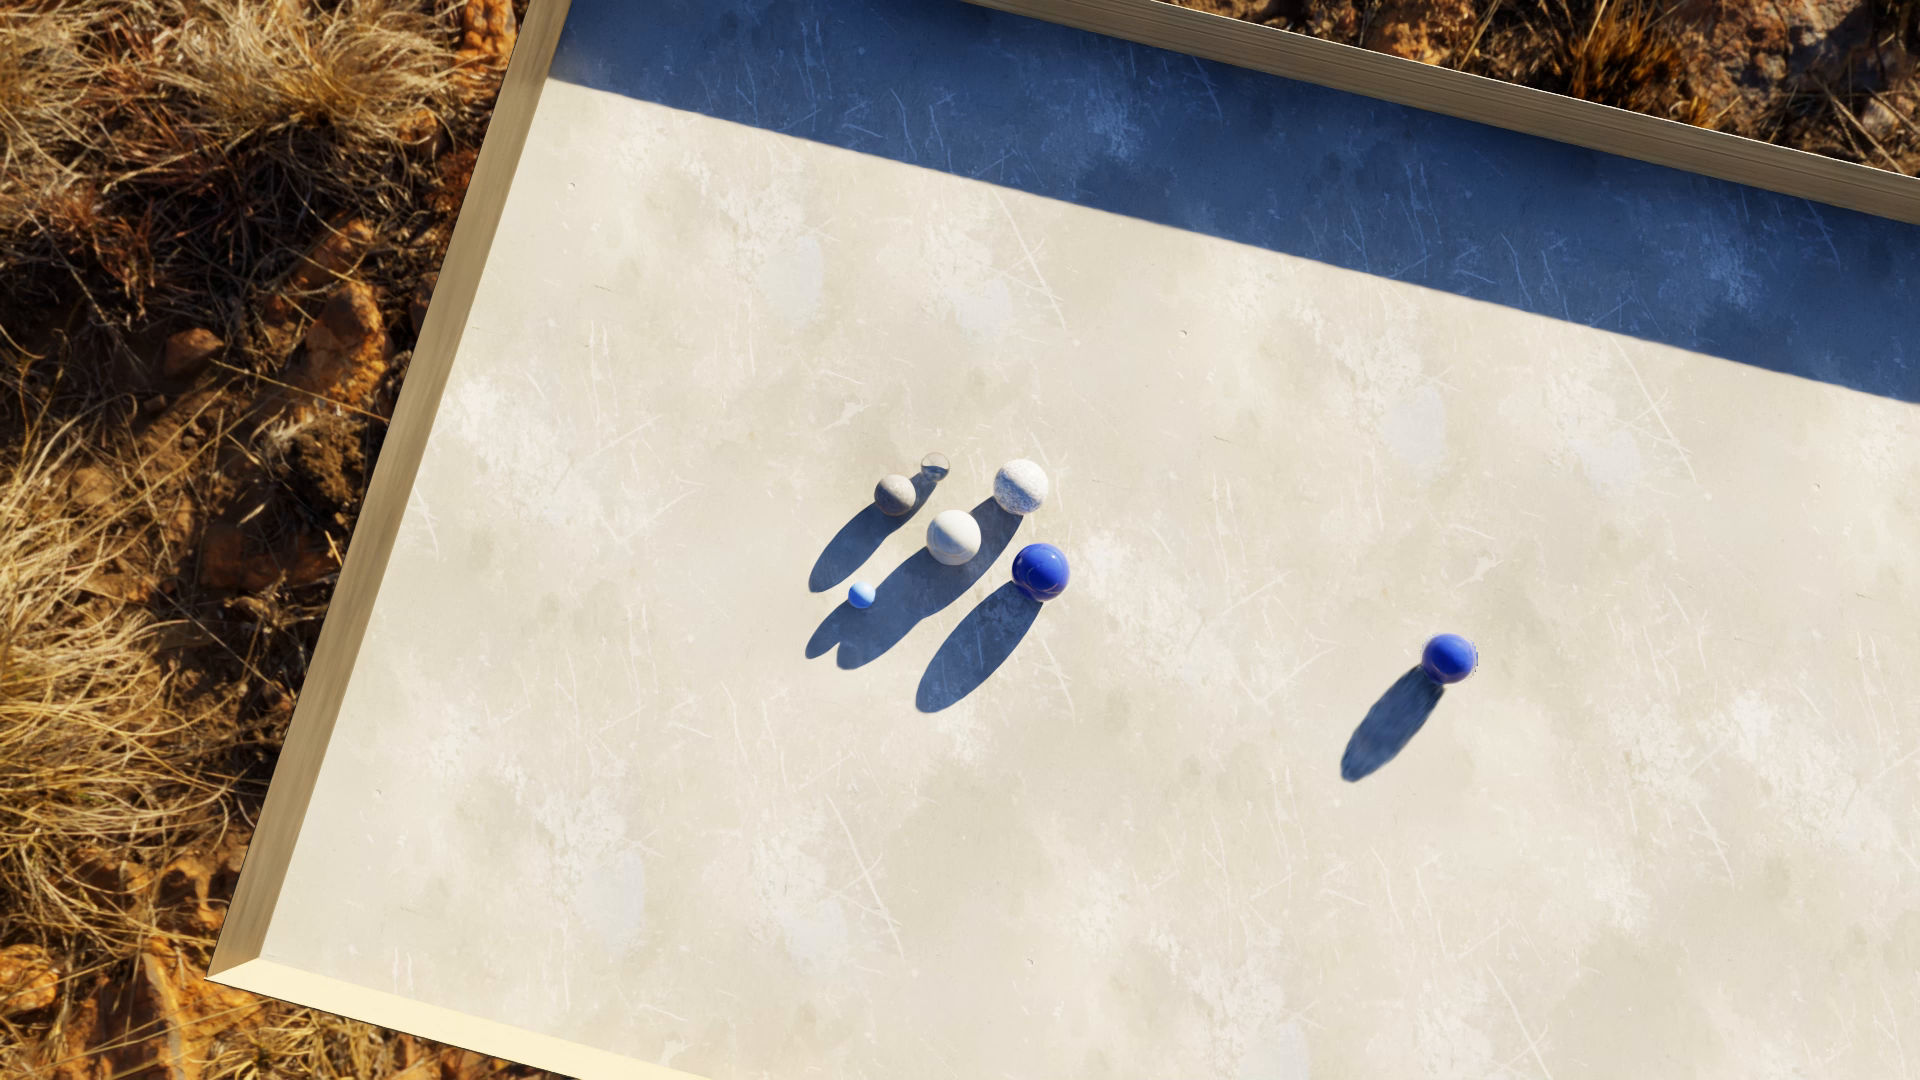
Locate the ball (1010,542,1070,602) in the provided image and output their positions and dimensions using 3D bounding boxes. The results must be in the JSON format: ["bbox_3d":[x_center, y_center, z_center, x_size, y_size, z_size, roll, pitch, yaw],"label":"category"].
[{"bbox_3d":[0.121,0.048,3.307,0.090,0.090,0.090,0,76,0],"label":"ball"}]

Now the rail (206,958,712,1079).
[{"bbox_3d":[0.622,1.029,3.052,3.468,0.117,0.045,14,77,3],"label":"rail"}]

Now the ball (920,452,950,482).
[{"bbox_3d":[-0.038,-0.112,3.369,0.047,0.047,0.047,0,76,0],"label":"ball"}]

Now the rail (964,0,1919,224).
[{"bbox_3d":[1.058,-0.623,3.457,3.468,0.117,0.045,14,77,3],"label":"rail"}]

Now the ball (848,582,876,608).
[{"bbox_3d":[-0.149,0.083,3.324,0.042,0.042,0.042,0,76,0],"label":"ball"}]

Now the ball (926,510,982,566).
[{"bbox_3d":[-0.010,-0.003,3.323,0.085,0.085,0.085,0,76,0],"label":"ball"}]

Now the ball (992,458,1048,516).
[{"bbox_3d":[0.092,-0.080,3.341,0.086,0.086,0.086,0,76,0],"label":"ball"}]

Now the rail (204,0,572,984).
[{"bbox_3d":[-0.817,-0.209,3.356,0.045,0.117,1.803,14,77,3],"label":"rail"}]

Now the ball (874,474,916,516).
[{"bbox_3d":[-0.099,-0.068,3.350,0.063,0.063,0.063,0,76,0],"label":"ball"}]

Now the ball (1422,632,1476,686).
[{"bbox_3d":[0.729,0.177,3.282,0.078,0.078,0.078,0,76,0],"label":"ball"}]
